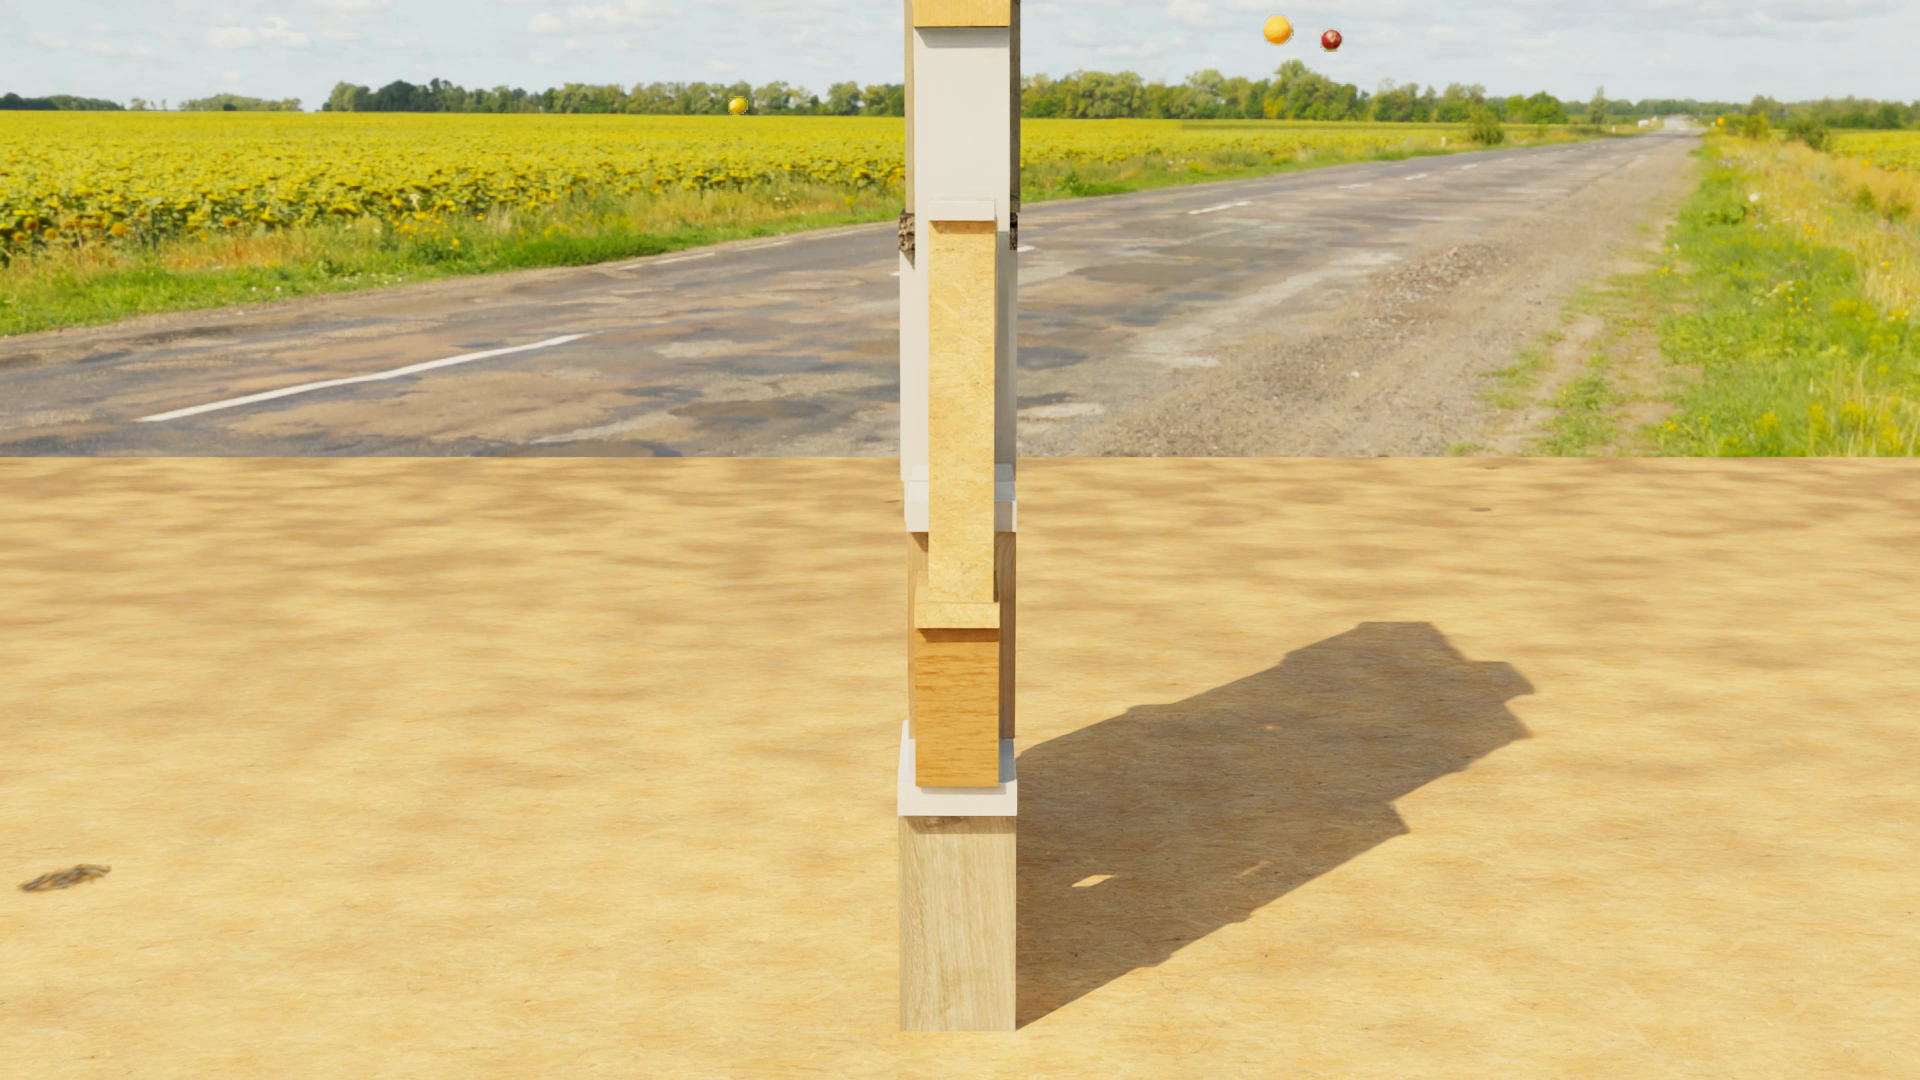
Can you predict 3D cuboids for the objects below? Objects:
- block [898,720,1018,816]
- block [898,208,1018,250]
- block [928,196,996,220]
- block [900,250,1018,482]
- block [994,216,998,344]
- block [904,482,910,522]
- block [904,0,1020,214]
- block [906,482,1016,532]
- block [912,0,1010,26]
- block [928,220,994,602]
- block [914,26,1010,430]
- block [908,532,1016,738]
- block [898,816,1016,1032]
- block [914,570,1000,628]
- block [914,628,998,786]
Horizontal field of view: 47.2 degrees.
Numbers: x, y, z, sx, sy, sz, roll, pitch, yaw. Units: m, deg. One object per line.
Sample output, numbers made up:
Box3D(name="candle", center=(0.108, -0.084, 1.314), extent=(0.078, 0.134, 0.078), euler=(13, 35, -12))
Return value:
Box3D(name="block", center=(-0.004, 0.325, 3.173), extent=(0.164, 0.046, 0.328), euler=(0, 11, 0))
Box3D(name="block", center=(-0.004, -0.480, 3.380), extent=(0.174, 0.049, 0.347), euler=(0, 11, 0))
Box3D(name="block", center=(0.004, -0.439, 2.908), extent=(0.086, 0.024, 0.172), euler=(0, 11, 2))
Box3D(name="block", center=(-0.002, -0.264, 3.302), extent=(0.174, 0.347, 0.049), euler=(0, 10, 0))
Box3D(name="block", center=(0.006, -0.353, 2.982), extent=(0.086, 0.172, 0.024), euler=(0, 11, 0))
Box3D(name="block", center=(-0.003, -0.256, 3.540), extent=(0.174, 0.450, 0.049), euler=(0, 11, 0))
Box3D(name="block", center=(0.004, -0.665, 3.300), extent=(0.172, 0.345, 0.049), euler=(0, 11, 0))
Box3D(name="block", center=(0.003, -0.062, 3.292), extent=(0.157, 0.044, 0.314), euler=(0, 11, 0))
Box3D(name="block", center=(0.002, -0.735, 3.091), extent=(0.130, 0.037, 0.261), euler=(0, 11, 0))
Box3D(name="block", center=(0.002, -0.167, 2.901), extent=(0.086, 0.506, 0.024), euler=(0, 10, 0))
Box3D(name="block", center=(0.003, -0.429, 3.059), extent=(0.130, 0.553, 0.037), euler=(0, 10, 0))
Box3D(name="block", center=(0.002, 0.133, 3.221), extent=(0.157, 0.314, 0.044), euler=(0, 11, 0))
Box3D(name="block", center=(-0.004, 0.529, 3.100), extent=(0.164, 0.328, 0.046), euler=(0, 11, 0))
Box3D(name="block", center=(-0.004, 0.081, 3.038), extent=(0.113, 0.032, 0.226), euler=(0, 11, 0))
Box3D(name="block", center=(-0.004, 0.221, 2.988), extent=(0.113, 0.226, 0.032), euler=(0, 11, 0))
